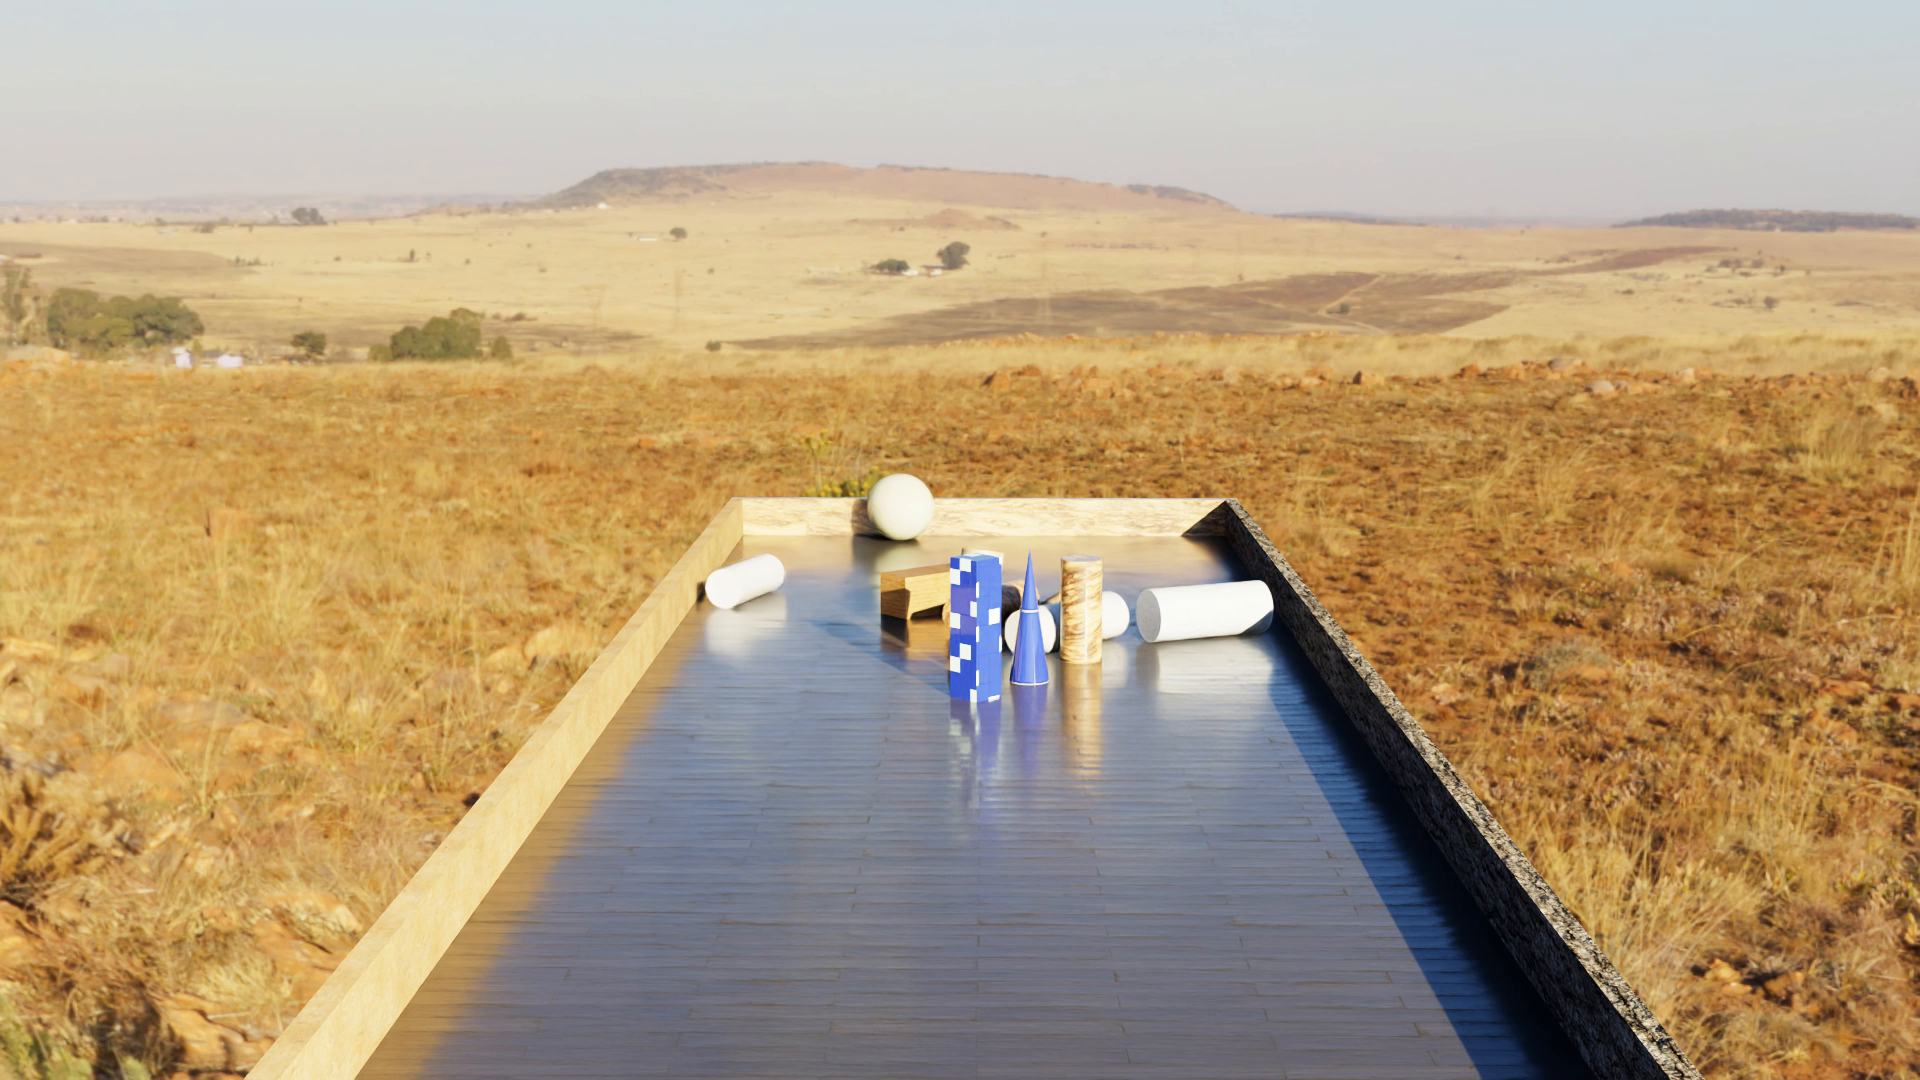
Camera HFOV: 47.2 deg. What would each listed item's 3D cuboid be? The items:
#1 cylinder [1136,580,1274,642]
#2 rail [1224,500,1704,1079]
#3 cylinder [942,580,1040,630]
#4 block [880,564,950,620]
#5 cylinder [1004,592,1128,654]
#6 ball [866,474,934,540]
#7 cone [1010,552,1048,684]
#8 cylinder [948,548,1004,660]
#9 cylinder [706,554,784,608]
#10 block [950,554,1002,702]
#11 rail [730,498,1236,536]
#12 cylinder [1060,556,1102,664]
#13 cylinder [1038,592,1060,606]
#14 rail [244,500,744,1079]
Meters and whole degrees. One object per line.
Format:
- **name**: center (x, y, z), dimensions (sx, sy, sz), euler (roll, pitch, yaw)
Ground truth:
- **cylinder**: center (0.783, 0.227, 7.033), dimensions (0.406, 0.170, 0.170), euler (-4, 10, -23)
- **rail**: center (1.046, 0.843, 3.208), dimensions (0.050, 0.150, 12.000), euler (0, 9, 1)
- **cylinder**: center (0.105, 0.220, 7.201), dimensions (0.132, 0.132, 0.378), euler (6, 11, 34)
- **block**: center (-0.087, 0.170, 7.492), dimensions (0.355, 0.140, 0.140), euler (-7, 11, -38)
- **cylinder**: center (0.337, 0.262, 6.883), dimensions (0.148, 0.148, 0.434), euler (8, 12, 41)
- **ball**: center (-0.244, -0.134, 8.978), dimensions (0.275, 0.275, 0.275), euler (0, 9, 0)
- **cone**: center (0.202, 0.216, 6.392), dimensions (0.117, 0.393, 0.117), euler (0, 9, 0)
- **cylinder**: center (0.048, 0.199, 6.616), dimensions (0.133, 0.335, 0.133), euler (7, -2, 0)
- **cylinder**: center (-0.748, 0.142, 7.679), dimensions (0.136, 0.136, 0.345), euler (3, 10, 20)
- **block**: center (0.045, 0.245, 6.185), dimensions (0.102, 0.400, 0.102), euler (9, 12, 44)
- **rail**: center (0.099, -0.098, 9.147), dimensions (2.100, 0.150, 0.050), euler (0, 9, 1)
- **cylinder**: center (0.369, 0.210, 6.687), dimensions (0.128, 0.312, 0.128), euler (0, 9, 0)
- **cylinder**: center (0.328, 0.231, 7.190), dimensions (0.112, 0.112, 0.431), euler (3, 9, 18)
- **rail**: center (-1.004, 0.839, 3.234), dimensions (0.050, 0.150, 12.000), euler (0, 9, 1)
